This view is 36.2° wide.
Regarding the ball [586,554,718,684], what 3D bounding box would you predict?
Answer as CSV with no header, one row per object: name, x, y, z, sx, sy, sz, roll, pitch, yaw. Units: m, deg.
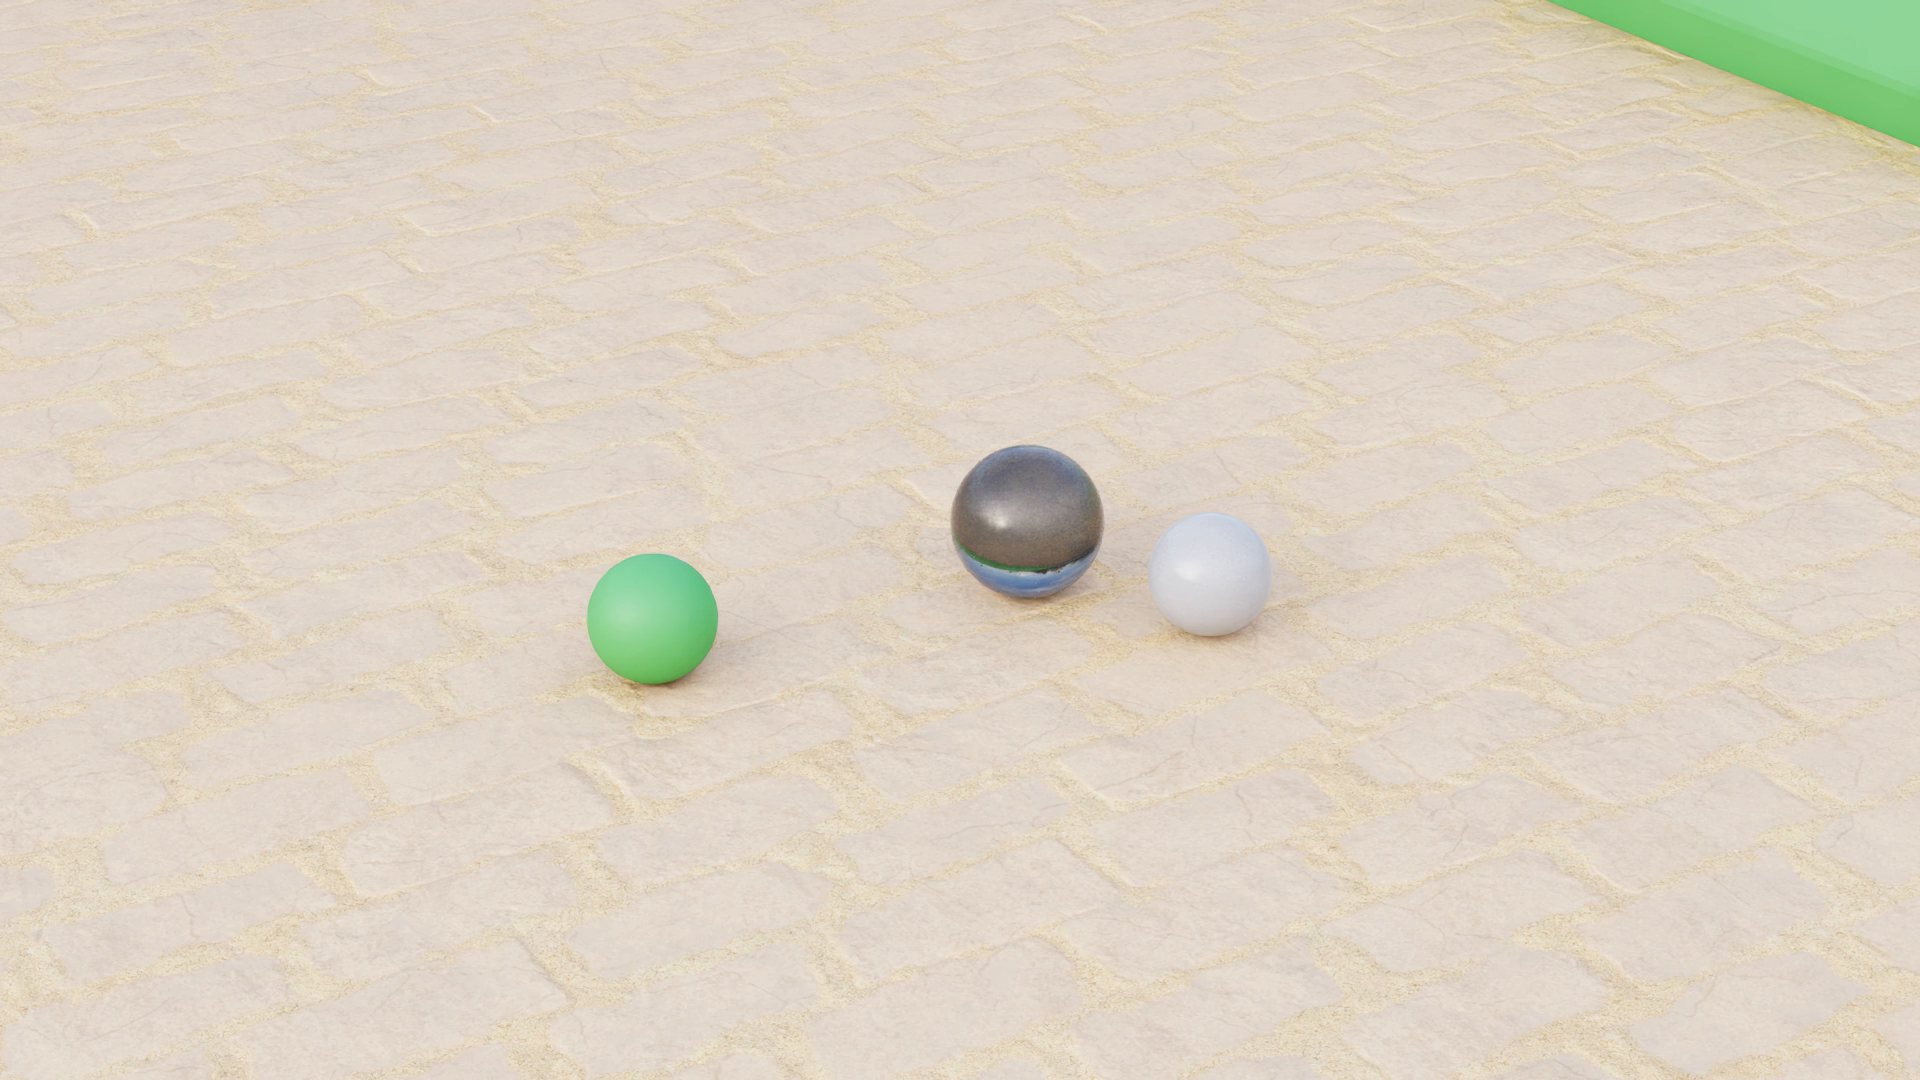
ball,-0.186,0.048,1.781,0.079,0.079,0.079,0,28,0

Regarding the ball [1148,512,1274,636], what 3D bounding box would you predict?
ball,0.156,0.021,1.832,0.078,0.078,0.078,0,28,0

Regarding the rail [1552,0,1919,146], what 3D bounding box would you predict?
rail,0.380,-0.745,3.203,0.045,0.128,4.417,-16,32,-28

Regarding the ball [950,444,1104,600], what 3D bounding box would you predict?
ball,0.043,-0.012,1.871,0.099,0.099,0.099,0,28,0
